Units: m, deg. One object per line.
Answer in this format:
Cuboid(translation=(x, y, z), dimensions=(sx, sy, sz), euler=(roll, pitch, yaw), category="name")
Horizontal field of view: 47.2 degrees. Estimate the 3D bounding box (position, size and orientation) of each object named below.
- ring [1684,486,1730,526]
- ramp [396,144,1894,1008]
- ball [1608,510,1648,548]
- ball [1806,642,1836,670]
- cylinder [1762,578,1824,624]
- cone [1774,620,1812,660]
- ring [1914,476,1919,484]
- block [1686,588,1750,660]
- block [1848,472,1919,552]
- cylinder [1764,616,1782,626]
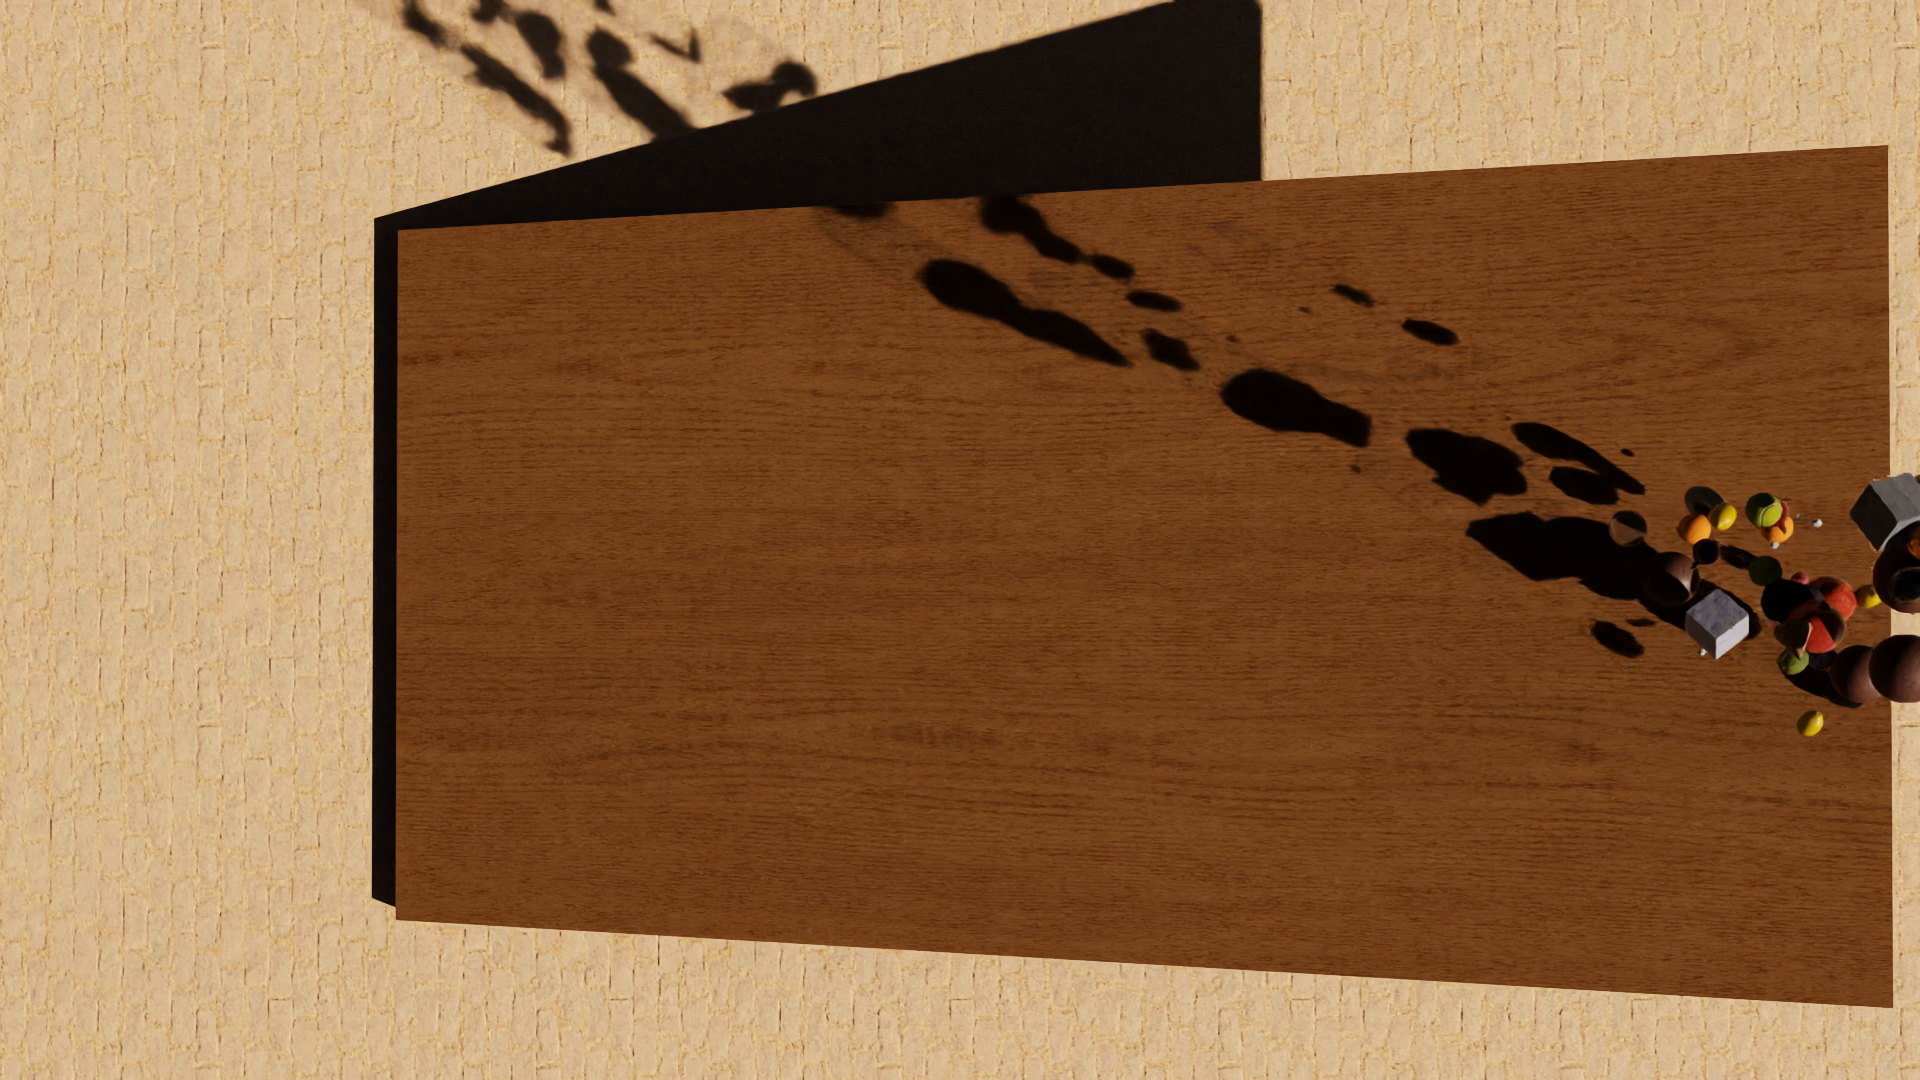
Cuboid(translation=(1.737, -0.080, 5.111), dimensions=(0.113, 0.113, 0.038), euler=(43, 73, 1), category="ring")
Cuboid(translation=(0.278, 0.092, 5.782), dimensions=(4.000, 0.100, 2.000), euler=(0, 89, 19), category="ramp")
Cuboid(translation=(1.556, -0.027, 5.124), dimensions=(0.088, 0.088, 0.088), euler=(0, 89, 0), category="ball")
Cuboid(translation=(1.965, 0.264, 5.016), dimensions=(0.065, 0.065, 0.065), euler=(0, 89, 0), category="ball")
Cuboid(translation=(1.767, 0.134, 4.665), dimensions=(0.090, 0.090, 0.090), euler=(11, 89, -33), category="cylinder")
Cuboid(translation=(1.669, 0.210, 4.387), dimensions=(0.074, 0.074, 0.074), euler=(3, 50, 0), category="cone")
Cuboid(translation=(1.768, -0.079, 4.119), dimensions=(0.143, 0.143, 0.048), euler=(-23, 98, 0), category="ring")
Cuboid(translation=(1.728, 0.191, 5.018), dimensions=(0.096, 0.096, 0.096), euler=(-35, 54, -6), category="block")
Cuboid(translation=(1.566, -0.048, 3.690), dimensions=(0.083, 0.083, 0.083), euler=(-15, 57, -16), category="block")
Cuboid(translation=(1.810, 0.157, 4.838), dimensions=(0.059, 0.059, 0.059), euler=(22, 88, 0), category="cylinder")
